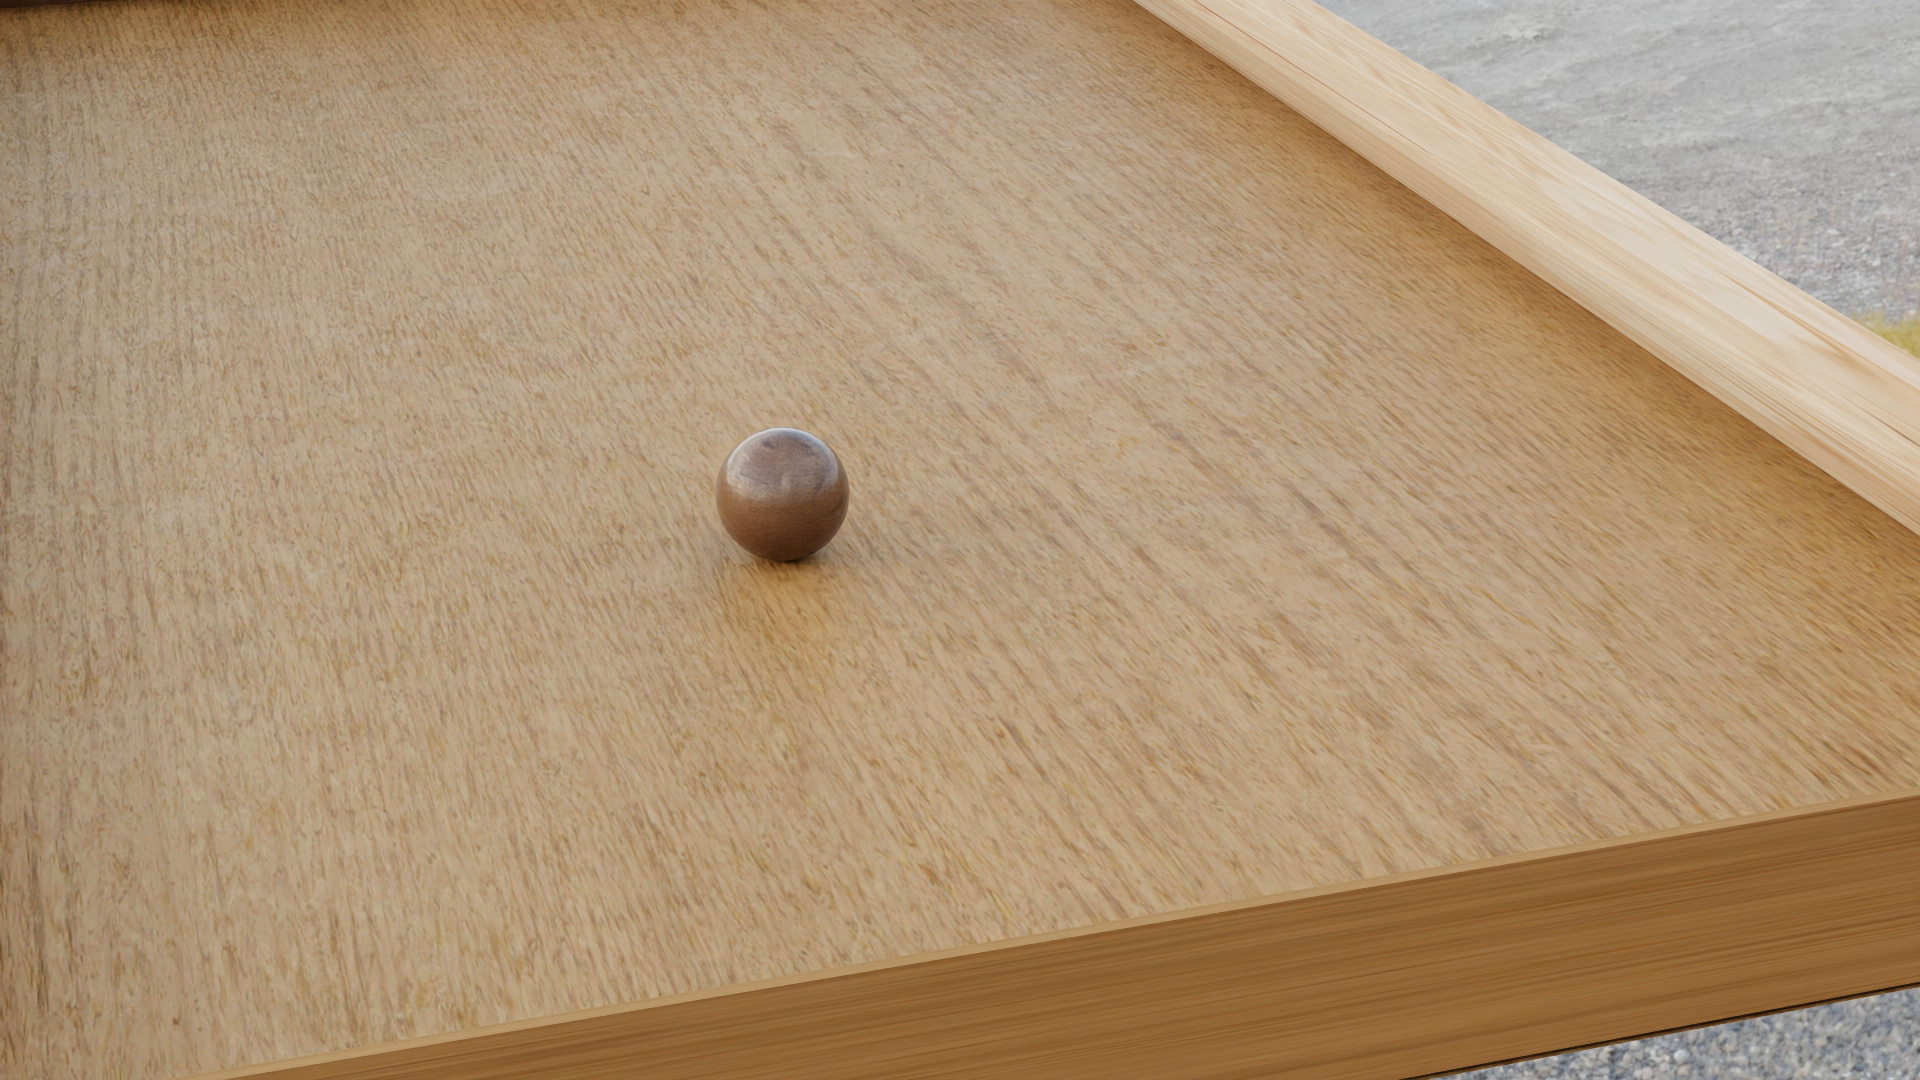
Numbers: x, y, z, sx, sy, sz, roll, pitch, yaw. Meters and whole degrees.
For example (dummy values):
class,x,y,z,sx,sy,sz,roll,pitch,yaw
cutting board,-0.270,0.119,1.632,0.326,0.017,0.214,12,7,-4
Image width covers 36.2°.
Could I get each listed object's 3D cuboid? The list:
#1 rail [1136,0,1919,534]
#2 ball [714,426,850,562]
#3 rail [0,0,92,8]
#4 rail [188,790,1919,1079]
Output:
class,x,y,z,sx,sy,sz,roll,pitch,yaw
rail,0.467,-0.364,2.828,0.045,0.127,2.594,-7,25,-16
ball,-0.129,-0.034,2.141,0.098,0.098,0.098,0,24,0
rail,-0.568,-0.783,3.750,1.427,0.127,0.045,-7,25,-16
rail,0.185,0.225,1.535,1.427,0.127,0.045,-7,25,-16
